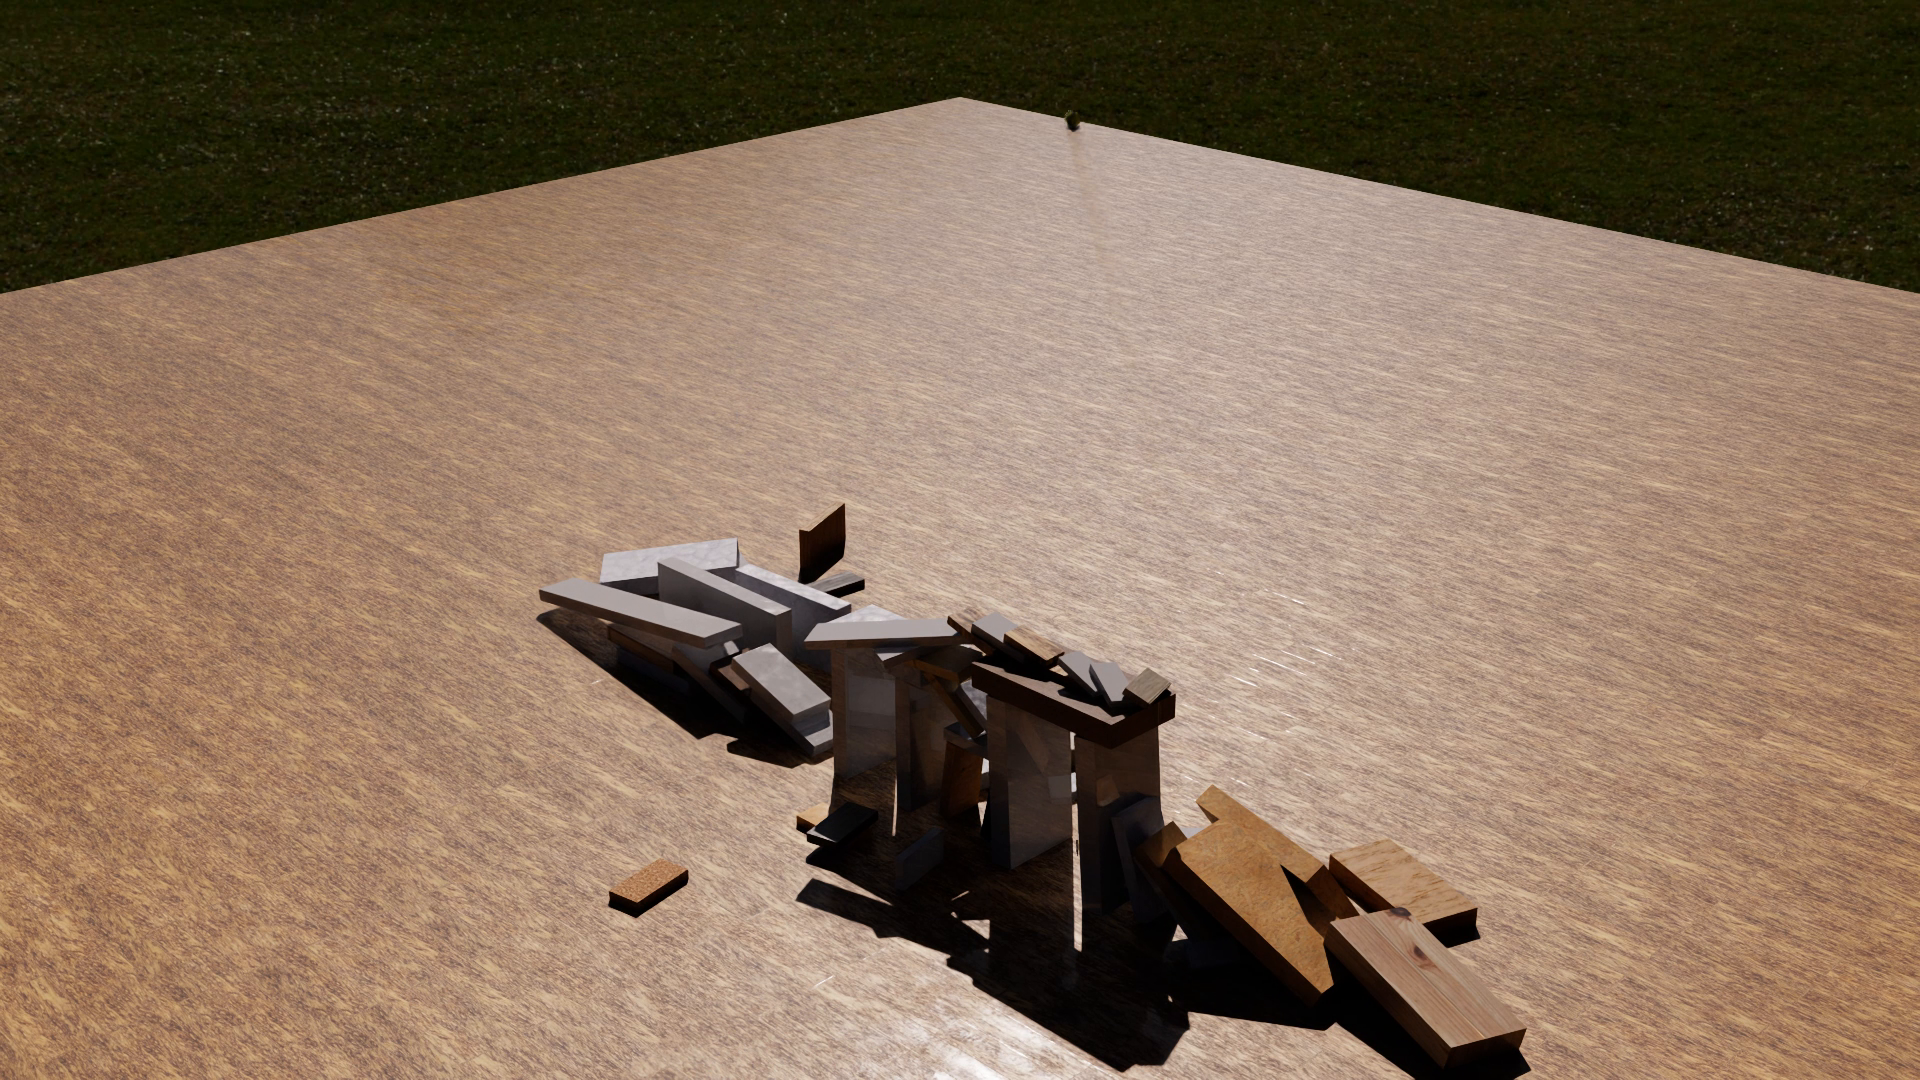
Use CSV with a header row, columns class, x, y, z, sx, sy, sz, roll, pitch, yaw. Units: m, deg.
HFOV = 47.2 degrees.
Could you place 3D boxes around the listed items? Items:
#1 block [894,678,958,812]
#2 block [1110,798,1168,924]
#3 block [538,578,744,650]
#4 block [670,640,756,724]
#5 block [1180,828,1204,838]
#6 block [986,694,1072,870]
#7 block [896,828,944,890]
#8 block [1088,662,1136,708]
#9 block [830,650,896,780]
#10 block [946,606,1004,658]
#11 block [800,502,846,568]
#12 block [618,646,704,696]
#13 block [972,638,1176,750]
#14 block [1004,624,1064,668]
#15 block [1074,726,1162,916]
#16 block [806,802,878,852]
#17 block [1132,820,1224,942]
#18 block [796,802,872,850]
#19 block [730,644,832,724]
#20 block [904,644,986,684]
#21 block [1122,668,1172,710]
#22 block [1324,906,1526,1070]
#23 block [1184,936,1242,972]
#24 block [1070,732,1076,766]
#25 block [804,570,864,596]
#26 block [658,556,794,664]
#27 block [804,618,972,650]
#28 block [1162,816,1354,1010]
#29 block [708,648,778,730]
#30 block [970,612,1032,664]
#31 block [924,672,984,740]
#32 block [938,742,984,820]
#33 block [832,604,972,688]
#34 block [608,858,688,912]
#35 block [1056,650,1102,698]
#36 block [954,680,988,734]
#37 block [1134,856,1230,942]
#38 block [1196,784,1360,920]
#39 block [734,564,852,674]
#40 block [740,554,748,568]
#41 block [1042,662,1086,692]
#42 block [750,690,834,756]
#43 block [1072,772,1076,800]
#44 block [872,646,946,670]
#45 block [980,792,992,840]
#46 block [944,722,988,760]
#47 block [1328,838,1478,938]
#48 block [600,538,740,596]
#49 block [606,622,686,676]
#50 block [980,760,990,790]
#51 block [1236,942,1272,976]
class,x,y,z,sx,sy,sz,roll,pitch,yaw
block,-0.064,0.393,4.464,0.041,0.290,0.145,21,30,40
block,0.348,0.595,4.094,0.104,0.208,0.029,-22,12,-41
block,-0.755,0.168,5.132,0.104,0.029,0.682,-20,21,-39
block,-0.514,0.301,4.908,0.129,0.037,0.258,-21,48,-40
block,0.434,0.589,4.353,0.107,0.015,0.054,1,23,2
block,0.137,0.441,4.263,0.178,0.355,0.050,-21,28,-41
block,-0.077,0.613,4.229,0.019,0.068,0.136,15,27,31
block,0.281,0.265,4.027,0.054,0.015,0.107,-2,37,-22
block,-0.199,0.340,4.589,0.041,0.290,0.145,21,31,40
block,0.044,0.177,4.238,0.067,0.019,0.134,-19,42,-37
block,-0.353,-0.014,5.661,0.029,0.104,0.208,9,25,21
block,-0.655,0.281,5.051,0.258,0.037,0.129,21,31,40
block,0.210,0.281,4.118,0.178,0.050,0.355,-21,31,-40
block,0.140,0.200,4.158,0.107,0.015,0.054,32,37,32
block,0.299,0.505,4.113,0.050,0.356,0.178,15,27,43
block,-0.232,0.566,4.349,0.072,0.021,0.145,13,26,29
block,0.417,0.623,4.018,0.104,0.029,0.208,-28,74,-42
block,-0.251,0.570,4.391,0.144,0.020,0.072,21,31,40
block,-0.390,0.311,4.775,0.106,0.030,0.212,-21,48,-40
block,-0.029,0.233,4.298,0.081,0.023,0.162,-32,31,-34
block,0.342,0.272,4.022,0.054,0.015,0.107,33,30,14
block,0.799,0.768,3.798,0.169,0.048,0.338,-6,32,-29
block,0.454,0.745,3.957,0.095,0.014,0.048,-6,58,-13
block,0.232,0.404,4.759,0.138,0.039,0.276,1,24,5
block,-0.311,0.113,5.470,0.136,0.019,0.068,-18,29,-36
block,-0.548,0.182,5.117,0.426,0.169,0.048,21,31,40
block,-0.129,0.185,4.348,0.366,0.021,0.072,-3,26,23
block,0.553,0.664,3.950,0.169,0.048,0.369,-23,56,-42
block,-0.445,0.325,4.840,0.106,0.030,0.212,-21,49,-41
block,0.093,0.186,4.201,0.134,0.019,0.067,31,38,31
block,0.006,0.304,4.335,0.081,0.162,0.023,-38,2,-42
block,0.005,0.469,4.426,0.088,0.176,0.025,-21,39,-41
block,-0.131,0.213,4.464,0.290,0.041,0.145,21,31,40
block,-0.592,0.656,4.188,0.072,0.020,0.144,15,27,32
block,0.234,0.247,4.063,0.054,0.015,0.107,-16,44,-37
block,0.070,0.339,4.303,0.081,0.023,0.162,-21,64,-41
block,0.418,0.645,4.043,0.104,0.029,0.208,-22,70,-41
block,0.595,0.597,4.140,0.048,0.169,0.338,-44,36,-9
block,-0.388,0.184,5.110,0.337,0.169,0.048,19,30,38
block,-0.599,0.062,5.577,0.104,0.029,0.208,-8,24,-19
block,0.212,0.252,4.103,0.107,0.015,0.054,21,31,41
block,-0.345,0.377,4.753,0.106,0.030,0.212,-21,48,-40
block,0.197,0.516,4.519,0.134,0.019,0.067,-12,26,-27
block,-0.094,0.208,4.329,0.144,0.020,0.072,-20,25,-13
block,0.091,0.503,4.348,0.025,0.176,0.088,30,35,30
block,0.061,0.397,4.338,0.176,0.025,0.088,22,31,40
block,0.834,0.660,4.156,0.138,0.039,0.276,-11,25,-23
block,-0.721,0.071,5.482,0.338,0.048,0.169,-7,25,-2
block,-0.686,0.234,5.069,0.129,0.037,0.258,-20,30,-39
block,0.020,0.417,4.685,0.138,0.039,0.340,-14,30,-18
block,0.538,0.752,3.972,0.048,0.014,0.095,-16,28,-33
